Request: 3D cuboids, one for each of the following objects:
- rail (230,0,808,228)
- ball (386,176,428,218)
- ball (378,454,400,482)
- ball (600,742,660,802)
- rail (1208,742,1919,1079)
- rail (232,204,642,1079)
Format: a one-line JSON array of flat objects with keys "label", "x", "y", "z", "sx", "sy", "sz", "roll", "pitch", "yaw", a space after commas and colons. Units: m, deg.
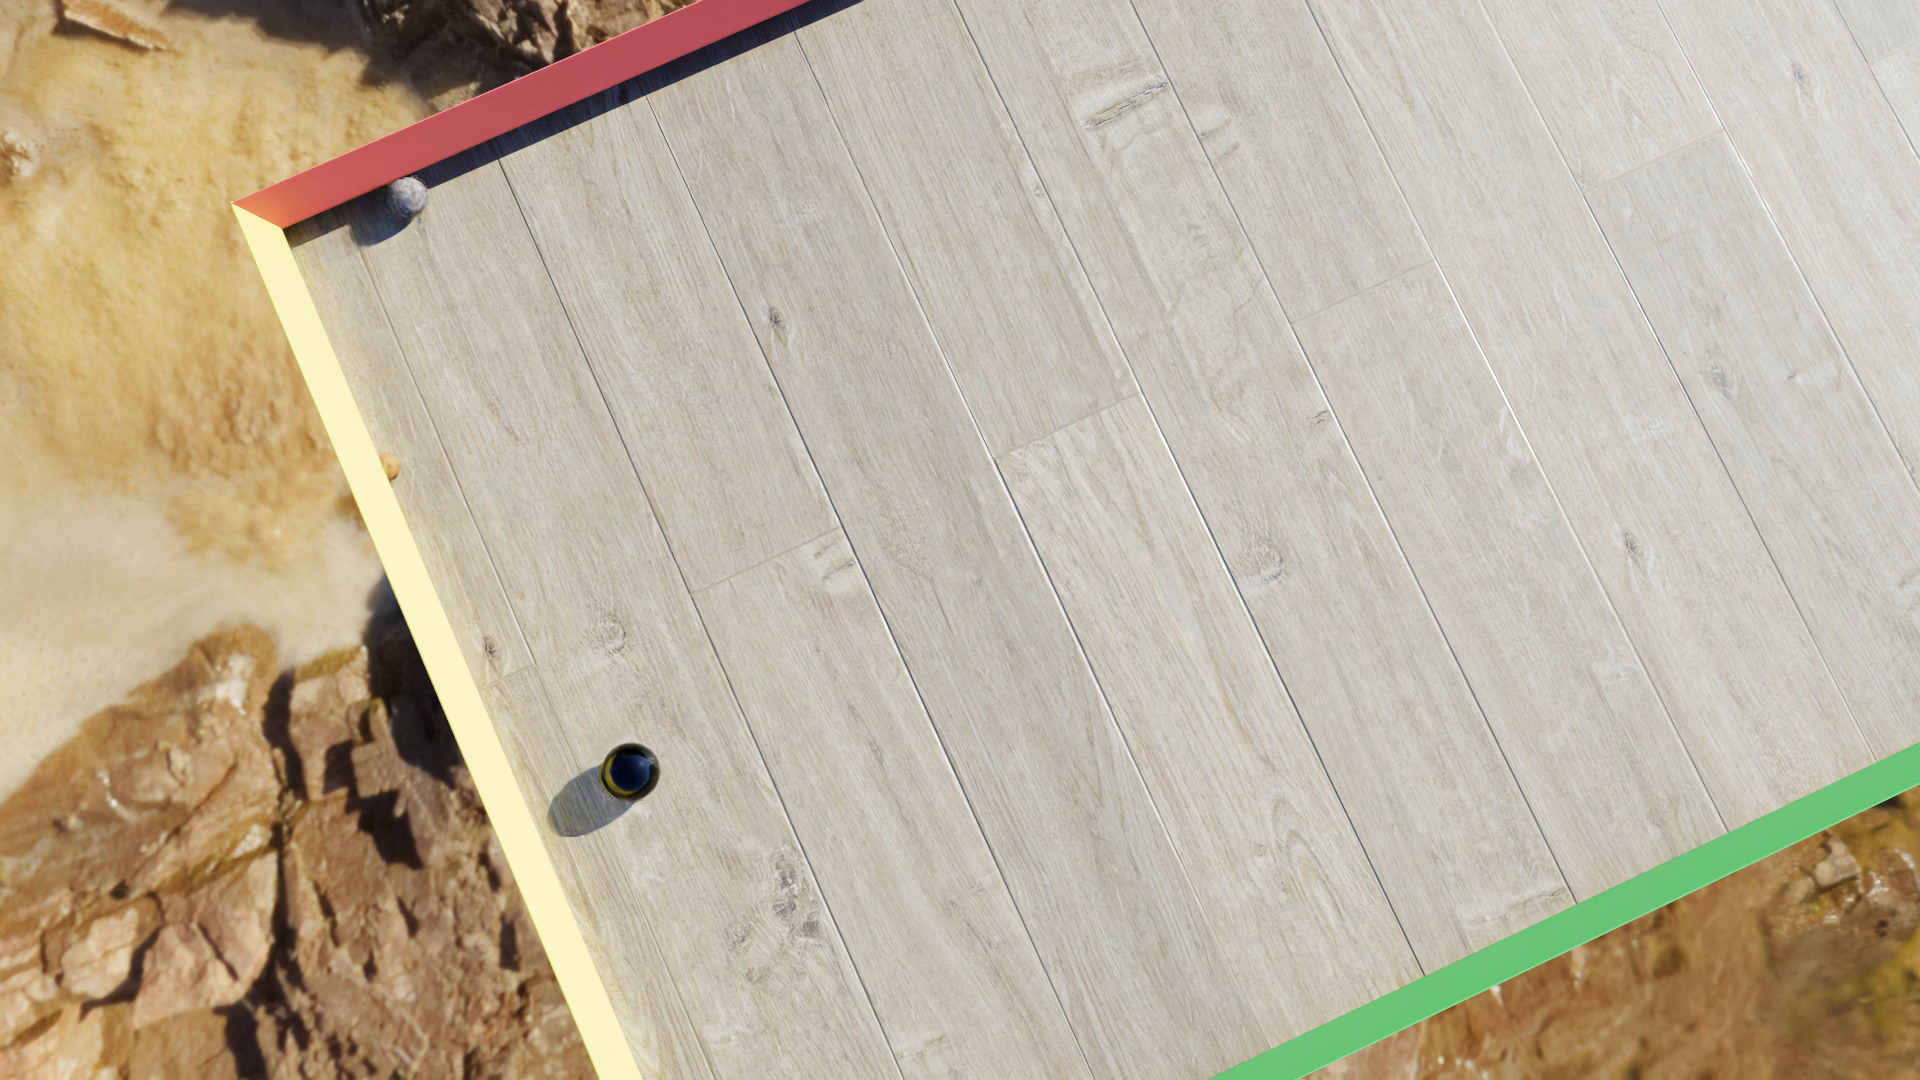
[{"label": "rail", "x": 0.346, "y": -1.116, "z": 3.427, "sx": 3.131, "sy": 0.113, "sz": 0.045, "roll": -24, "pitch": 82, "yaw": -4}, {"label": "ball", "x": -0.846, "y": -0.524, "z": 3.360, "sx": 0.062, "sy": 0.062, "sz": 0.062, "roll": 0, "pitch": 81, "yaw": 0}, {"label": "ball", "x": -0.862, "y": -0.109, "z": 3.305, "sx": 0.041, "sy": 0.041, "sz": 0.041, "roll": 0, "pitch": 81, "yaw": 0}, {"label": "ball", "x": -0.481, "y": 0.339, "z": 3.212, "sx": 0.087, "sy": 0.087, "sz": 0.087, "roll": 0, "pitch": 81, "yaw": 0}, {"label": "rail", "x": 1.078, "y": 0.464, "z": 3.178, "sx": 3.131, "sy": 0.113, "sz": 0.045, "roll": -24, "pitch": 82, "yaw": -4}, {"label": "rail", "x": -0.690, "y": 0.308, "z": 3.203, "sx": 0.045, "sy": 0.113, "sz": 1.806, "roll": -24, "pitch": 82, "yaw": -4}]
